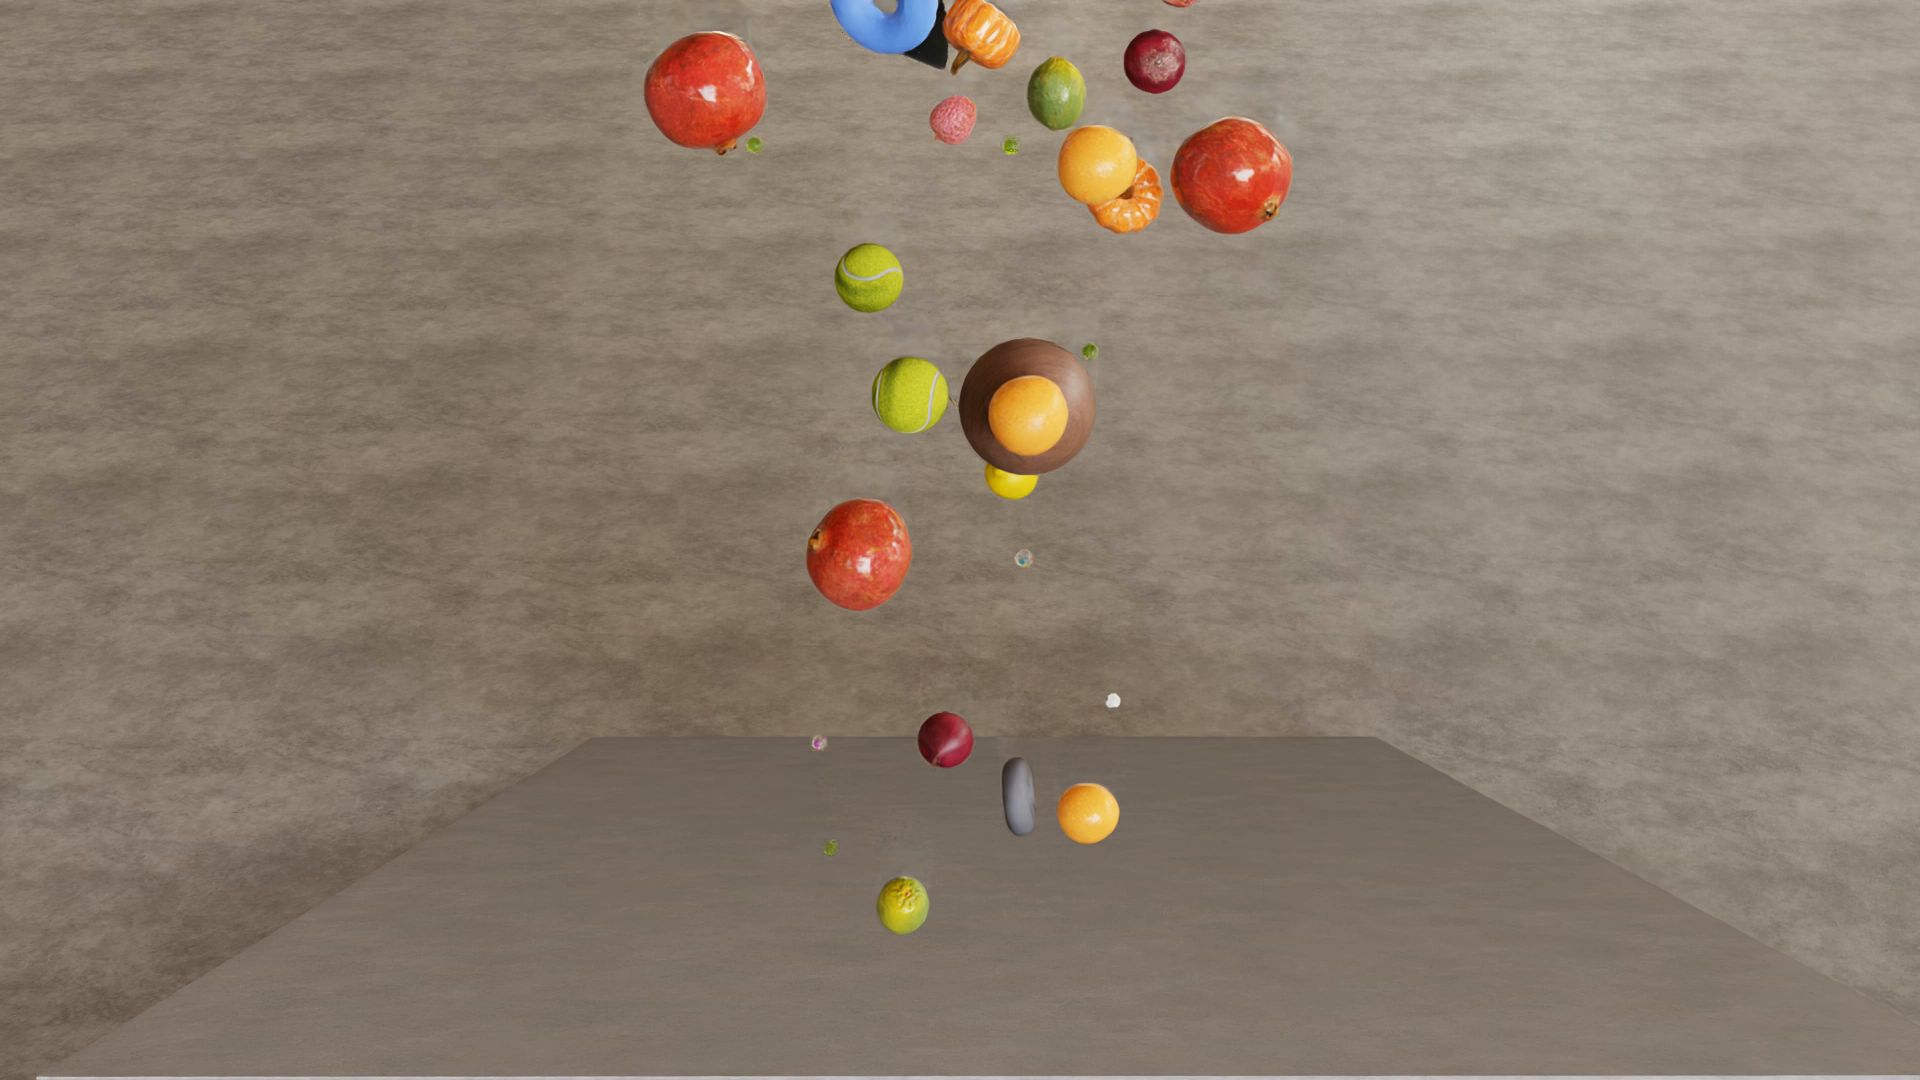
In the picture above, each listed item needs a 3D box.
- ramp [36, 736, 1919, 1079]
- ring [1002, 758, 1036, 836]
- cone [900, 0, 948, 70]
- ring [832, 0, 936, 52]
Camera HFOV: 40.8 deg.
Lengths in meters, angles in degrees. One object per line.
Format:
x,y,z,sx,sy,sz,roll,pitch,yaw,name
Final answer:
0.064,0.573,4.616,2.000,0.100,4.000,0,1,0,ramp
0.057,0.250,2.523,0.026,0.077,0.077,-6,28,7,ring
-0.063,-0.518,2.642,0.083,0.083,0.083,-8,29,-14,cone
-0.075,-0.527,2.503,0.116,0.116,0.039,16,44,27,ring
